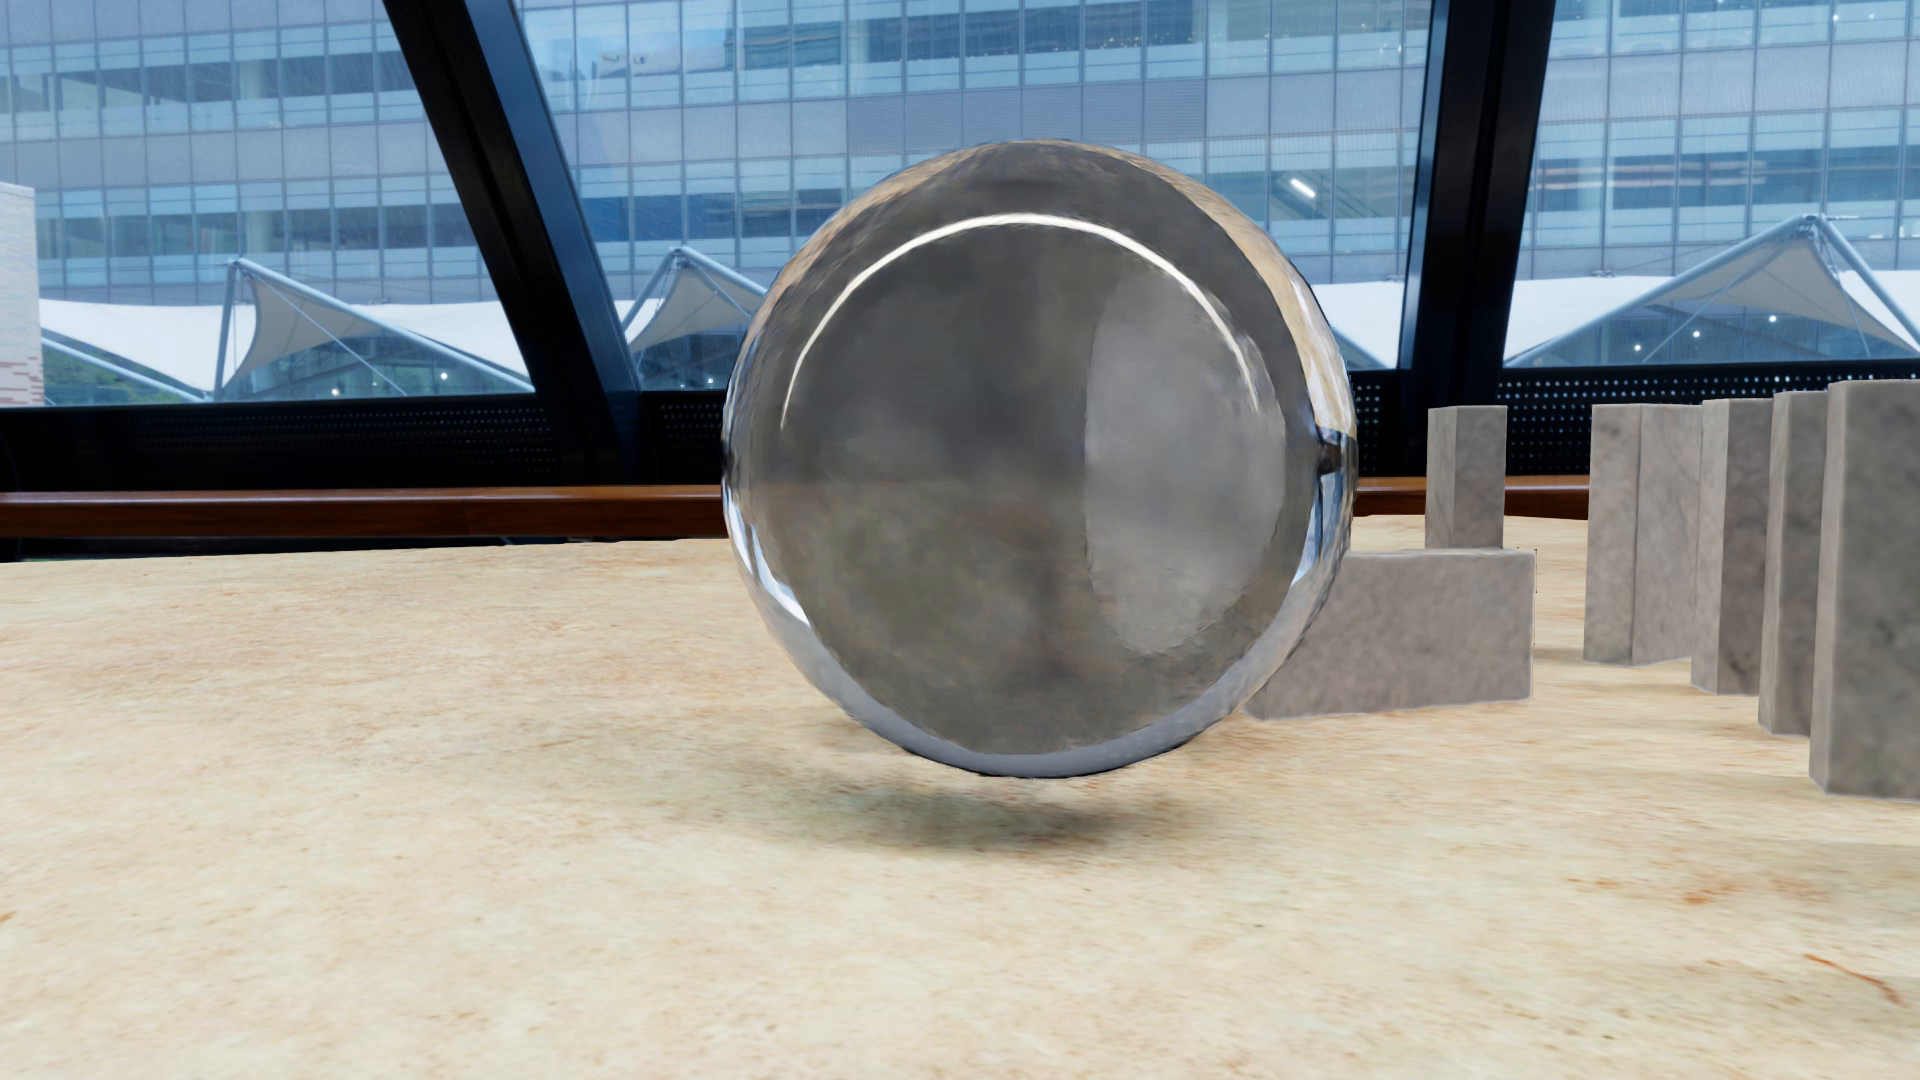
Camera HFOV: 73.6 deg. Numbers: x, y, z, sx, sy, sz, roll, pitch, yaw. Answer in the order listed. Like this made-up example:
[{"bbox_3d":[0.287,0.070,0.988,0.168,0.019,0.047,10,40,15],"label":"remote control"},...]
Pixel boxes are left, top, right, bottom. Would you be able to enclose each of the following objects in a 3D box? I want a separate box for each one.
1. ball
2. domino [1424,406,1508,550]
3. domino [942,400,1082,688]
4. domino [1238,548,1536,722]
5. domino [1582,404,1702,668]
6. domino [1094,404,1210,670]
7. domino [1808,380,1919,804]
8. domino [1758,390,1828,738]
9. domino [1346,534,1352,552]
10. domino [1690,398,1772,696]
[{"bbox_3d":[0.010,-0.010,0.165,0.080,0.080,0.080,0,4,0],"label":"ball"},{"bbox_3d":[0.105,-0.002,0.267,0.010,0.050,0.025,1,4,8],"label":"domino"},{"bbox_3d":[0.009,0.000,0.233,0.025,0.050,0.010,4,6,43],"label":"domino"},{"bbox_3d":[0.069,0.015,0.208,0.050,0.025,0.009,-1,5,-18],"label":"domino"},{"bbox_3d":[0.135,-0.001,0.252,0.025,0.050,0.010,-3,5,-34],"label":"domino"},{"bbox_3d":[0.037,-0.001,0.253,0.010,0.050,0.025,-2,5,-27],"label":"domino"},{"bbox_3d":[0.118,0.006,0.153,0.025,0.050,0.009,2,5,23],"label":"domino"},{"bbox_3d":[0.132,0.004,0.185,0.025,0.050,0.010,2,5,21],"label":"domino"},{"bbox_3d":[0.070,-0.002,0.265,0.009,0.050,0.025,-1,4,-13],"label":"domino"},{"bbox_3d":[0.141,0.001,0.218,0.025,0.050,0.010,0,4,6],"label":"domino"}]
